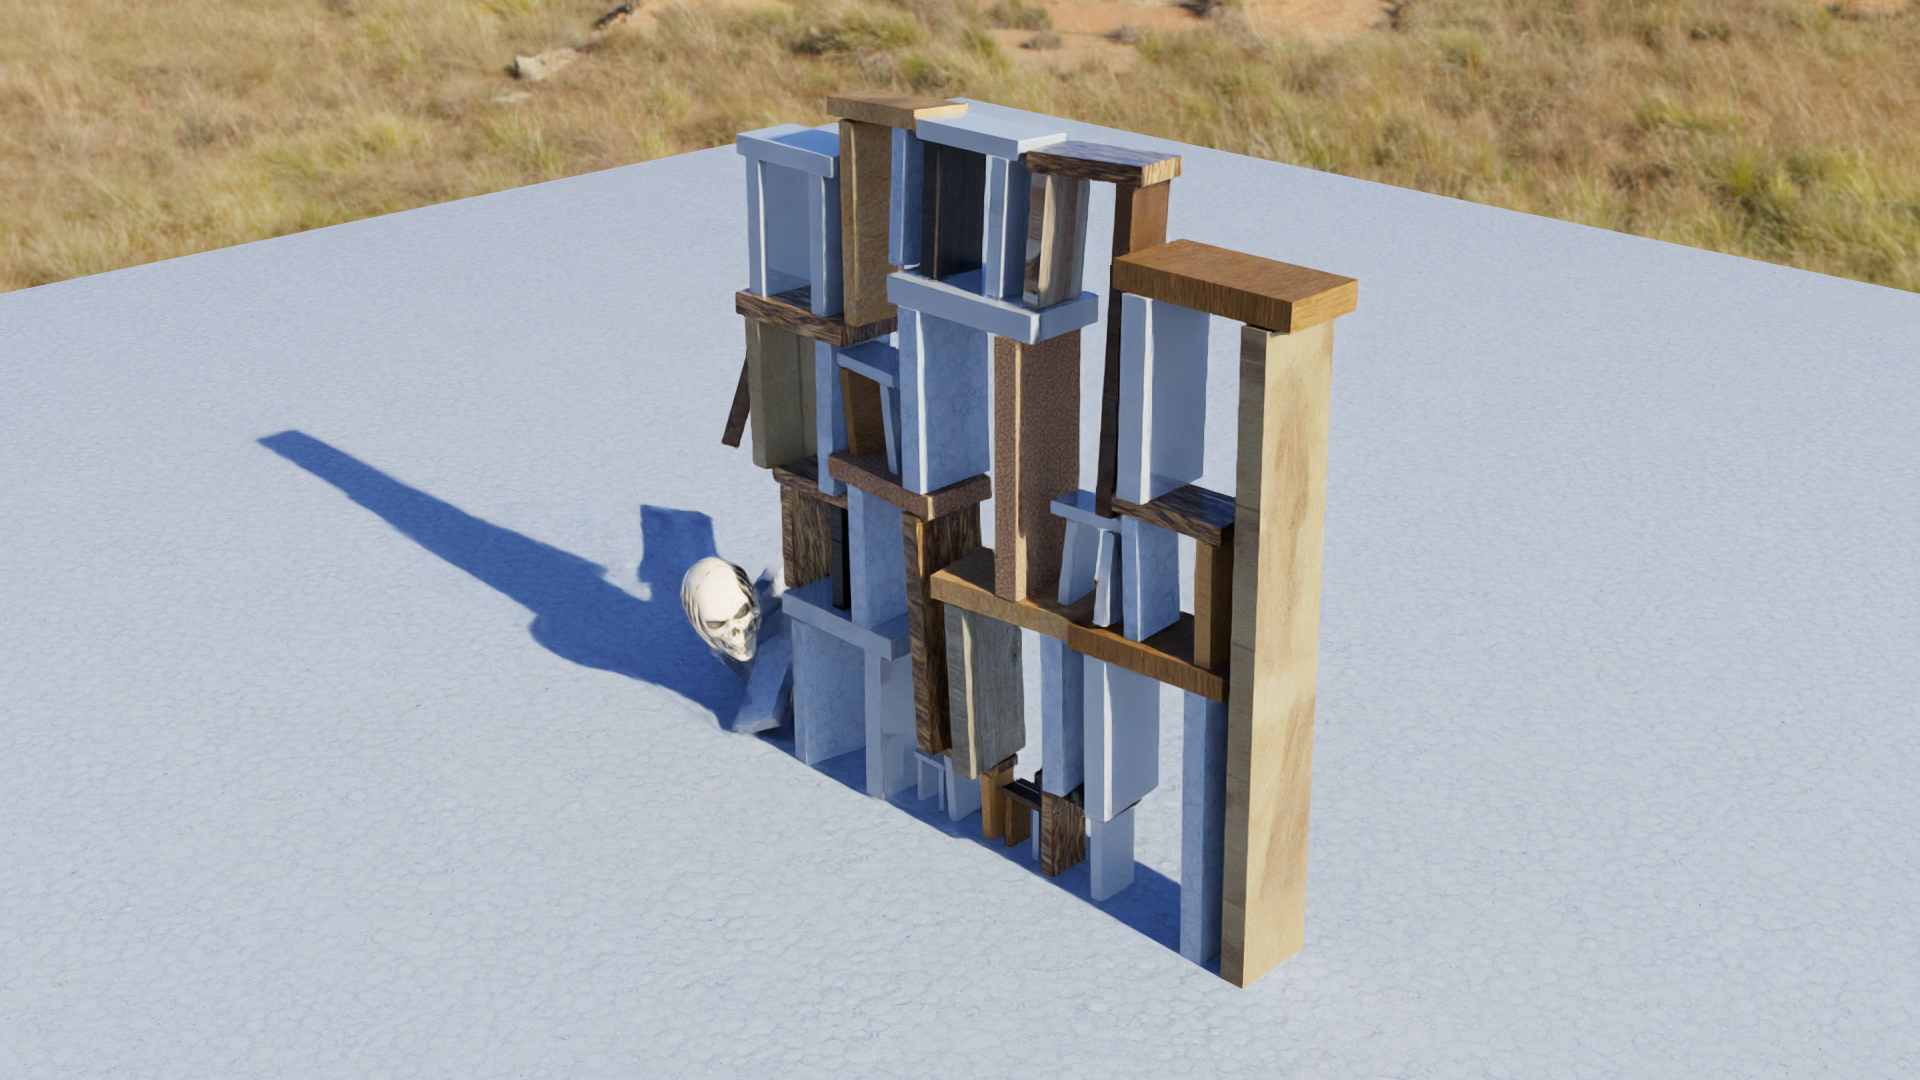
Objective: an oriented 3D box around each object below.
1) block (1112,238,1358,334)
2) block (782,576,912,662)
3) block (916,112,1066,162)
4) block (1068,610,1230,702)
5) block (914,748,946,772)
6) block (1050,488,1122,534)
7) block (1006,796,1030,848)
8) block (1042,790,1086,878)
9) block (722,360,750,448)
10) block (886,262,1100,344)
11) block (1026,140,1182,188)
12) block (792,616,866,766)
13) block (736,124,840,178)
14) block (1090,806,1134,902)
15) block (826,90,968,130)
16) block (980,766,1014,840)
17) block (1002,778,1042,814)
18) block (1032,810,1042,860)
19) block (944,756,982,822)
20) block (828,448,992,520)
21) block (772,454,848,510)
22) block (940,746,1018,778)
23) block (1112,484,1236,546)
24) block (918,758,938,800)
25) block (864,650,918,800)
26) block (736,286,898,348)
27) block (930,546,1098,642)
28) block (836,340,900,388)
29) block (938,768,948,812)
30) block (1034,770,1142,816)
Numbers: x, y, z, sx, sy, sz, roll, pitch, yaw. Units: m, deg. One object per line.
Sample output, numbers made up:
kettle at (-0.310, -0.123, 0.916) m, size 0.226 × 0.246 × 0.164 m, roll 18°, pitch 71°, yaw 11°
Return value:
block at (0.440, -0.412, 3.542) m, size 0.356 × 0.050 × 0.178 m, roll 20°, pitch 30°, yaw 39°
block at (-0.194, 0.151, 4.505) m, size 0.329 × 0.047 × 0.164 m, roll 21°, pitch 31°, yaw 40°
block at (0.053, -0.706, 3.837) m, size 0.243 × 0.034 × 0.121 m, roll 21°, pitch 29°, yaw 40°
block at (0.372, 0.185, 3.862) m, size 0.332 × 0.047 × 0.166 m, roll 19°, pitch 31°, yaw 38°
block at (-0.043, 0.442, 4.463) m, size 0.094 × 0.013 × 0.047 m, roll 21°, pitch 31°, yaw 41°
block at (0.253, -0.050, 3.874) m, size 0.169 × 0.024 × 0.085 m, roll 18°, pitch 26°, yaw 37°
block at (0.114, 0.546, 4.334) m, size 0.016 × 0.110 × 0.055 m, roll 21°, pitch 31°, yaw 41°
block at (0.200, 0.547, 4.229) m, size 0.094 × 0.187 × 0.027 m, roll -22°, pitch 32°, yaw -39°
block at (-0.448, -0.339, 4.655) m, size 0.038 × 0.266 × 0.133 m, roll 16°, pitch 38°, yaw -7°
block at (0.056, -0.432, 3.930) m, size 0.354 × 0.050 × 0.177 m, roll 21°, pitch 31°, yaw 40°
block at (0.240, -0.631, 3.678) m, size 0.235 × 0.033 × 0.117 m, roll 16°, pitch 26°, yaw 36°
block at (-0.268, 0.299, 4.636) m, size 0.164 × 0.329 × 0.047 m, roll -15°, pitch 27°, yaw -31°
block at (-0.288, -0.750, 4.224) m, size 0.138 × 0.039 × 0.276 m, roll -21°, pitch 31°, yaw -40°
block at (0.288, 0.580, 4.150) m, size 0.094 × 0.187 × 0.027 m, roll -23°, pitch 32°, yaw -40°
block at (-0.116, -0.785, 4.006) m, size 0.125 × 0.035 × 0.249 m, roll -16°, pitch 25°, yaw -39°
block at (0.076, 0.513, 4.356) m, size 0.021 × 0.149 × 0.075 m, roll 19°, pitch 33°, yaw 39°
block at (0.140, 0.498, 4.286) m, size 0.110 × 0.016 × 0.055 m, roll 21°, pitch 31°, yaw 41°
block at (0.166, 0.566, 4.286) m, size 0.016 × 0.110 × 0.055 m, roll 21°, pitch 31°, yaw 41°
block at (0.007, 0.484, 4.424) m, size 0.021 × 0.149 × 0.075 m, roll 18°, pitch 32°, yaw 40°
block at (-0.099, -0.123, 4.234) m, size 0.155 × 0.044 × 0.310 m, roll -20°, pitch 29°, yaw -35°
block at (-0.262, -0.121, 4.462) m, size 0.228 × 0.032 × 0.114 m, roll 21°, pitch 31°, yaw 41°
block at (0.035, 0.422, 4.350) m, size 0.075 × 0.021 × 0.149 m, roll -24°, pitch 32°, yaw -38°
block at (0.384, -0.053, 3.720) m, size 0.234 × 0.033 × 0.117 m, roll 20°, pitch 32°, yaw 40°
block at (-0.066, 0.482, 4.504) m, size 0.013 × 0.094 × 0.047 m, roll 21°, pitch 31°, yaw 41°
block at (-0.117, 0.353, 4.509) m, size 0.047 × 0.328 × 0.164 m, roll 21°, pitch 31°, yaw 41°
block at (-0.282, -0.453, 4.340) m, size 0.157 × 0.044 × 0.314 m, roll -21°, pitch 31°, yaw -40°
block at (0.126, 0.099, 4.075) m, size 0.327 × 0.046 × 0.163 m, roll 17°, pitch 29°, yaw 33°
block at (-0.145, -0.335, 4.174) m, size 0.091 × 0.026 × 0.182 m, roll -22°, pitch 30°, yaw -32°
block at (-0.021, 0.500, 4.464) m, size 0.013 × 0.094 × 0.047 m, roll 21°, pitch 31°, yaw 41°
block at (0.241, 0.465, 4.146) m, size 0.094 × 0.027 × 0.187 m, roll -23°, pitch 32°, yaw -39°
